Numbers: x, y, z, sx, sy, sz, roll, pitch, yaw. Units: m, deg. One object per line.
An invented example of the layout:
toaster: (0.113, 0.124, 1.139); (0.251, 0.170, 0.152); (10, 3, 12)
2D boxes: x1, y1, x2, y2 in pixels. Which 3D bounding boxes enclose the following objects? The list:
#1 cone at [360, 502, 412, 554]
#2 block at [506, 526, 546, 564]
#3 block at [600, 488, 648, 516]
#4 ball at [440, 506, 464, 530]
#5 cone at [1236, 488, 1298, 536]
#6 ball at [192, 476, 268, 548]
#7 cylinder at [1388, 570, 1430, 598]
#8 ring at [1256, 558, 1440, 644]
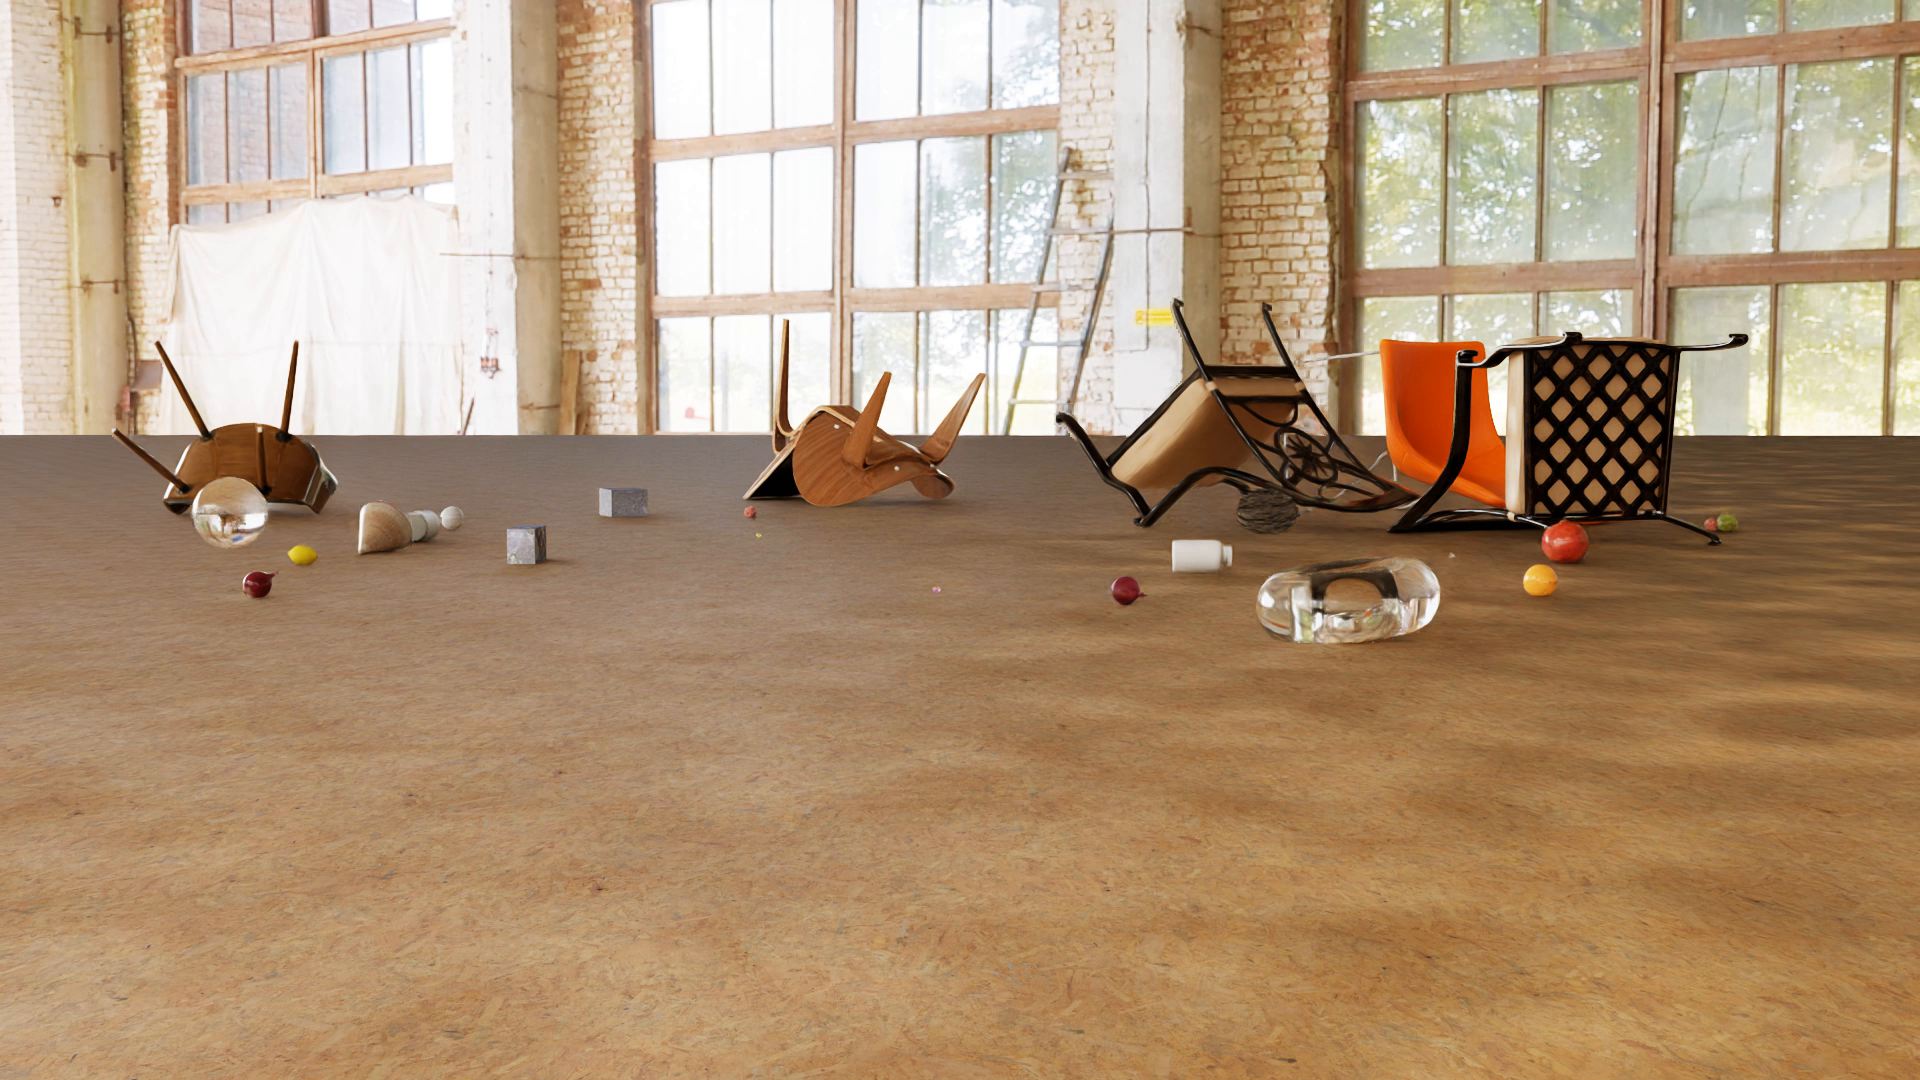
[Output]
cone: (-1.617, 0.000, 6.055); (0.161, 0.130, 0.201); (37, 23, -9)
block: (-1.128, 0.011, 5.727); (0.071, 0.090, 0.159); (0, 4, 0)
block: (-1.196, -0.135, 7.821); (0.131, 0.094, 0.158); (-2, 4, -24)
ball: (-1.620, -0.069, 7.014); (0.074, 0.074, 0.074); (0, 4, 0)
cone: (0.943, -0.116, 6.744); (0.185, 0.178, 0.097); (-3, 37, 12)
ball: (-2.052, -0.076, 6.182); (0.202, 0.202, 0.202); (0, 4, 0)
cylinder: (0.975, 0.095, 4.771); (0.071, 0.052, 0.066); (9, 19, 34)
ring: (0.702, 0.109, 3.976); (0.355, 0.128, 0.282); (-8, 5, -28)
